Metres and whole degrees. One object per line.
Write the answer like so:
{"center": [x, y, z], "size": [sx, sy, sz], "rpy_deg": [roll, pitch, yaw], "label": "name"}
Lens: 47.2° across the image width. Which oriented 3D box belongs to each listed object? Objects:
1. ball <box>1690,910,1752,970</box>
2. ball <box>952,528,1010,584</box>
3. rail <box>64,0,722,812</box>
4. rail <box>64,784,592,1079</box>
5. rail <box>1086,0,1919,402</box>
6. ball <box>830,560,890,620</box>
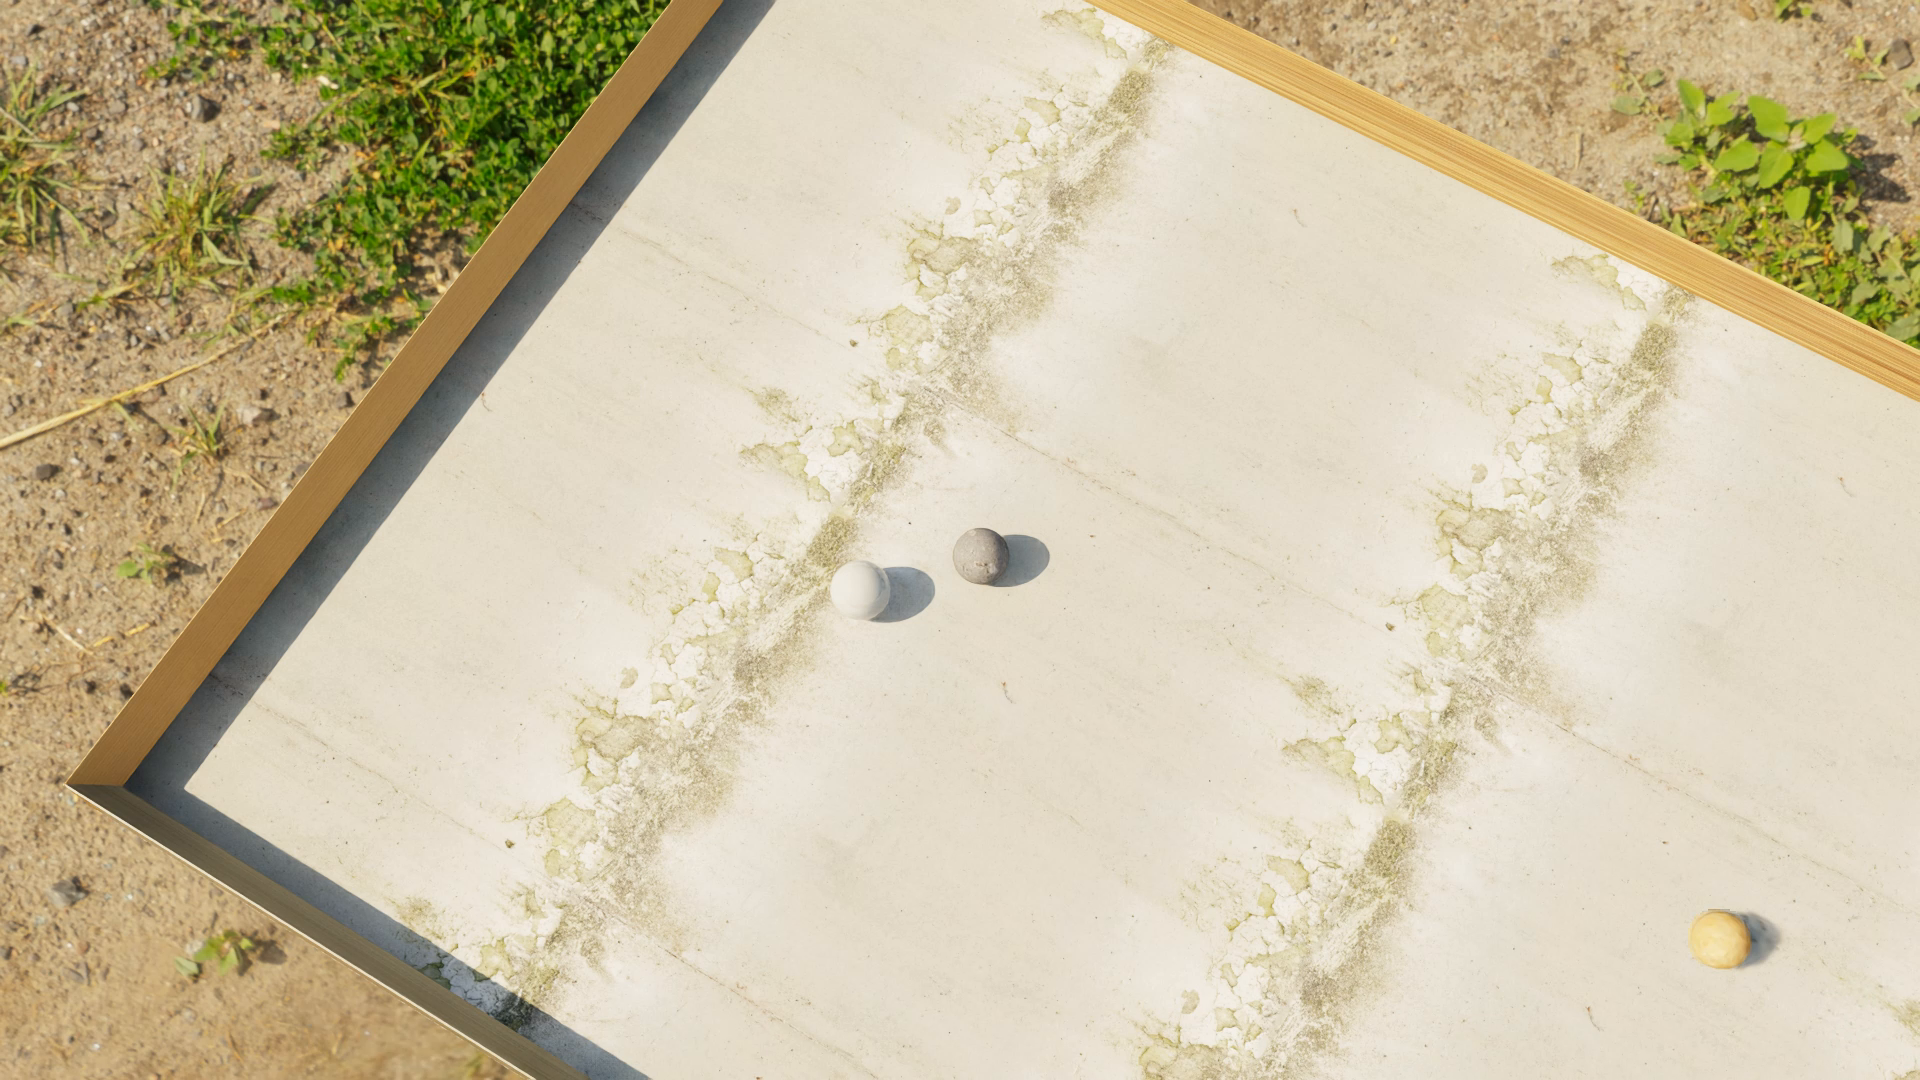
{"center": [1.125, 0.592, 3.252], "size": [0.086, 0.086, 0.086], "rpy_deg": [0, 67, 0], "label": "ball"}
{"center": [0.033, 0.025, 3.489], "size": [0.091, 0.091, 0.091], "rpy_deg": [0, 67, 0], "label": "ball"}
{"center": [-0.780, -0.430, 3.662], "size": [0.045, 0.124, 2.087], "rpy_deg": [29, 70, 11], "label": "rail"}
{"center": [0.282, 1.237, 2.957], "size": [3.716, 0.124, 0.045], "rpy_deg": [29, 70, 11], "label": "rail"}
{"center": [1.318, -0.381, 3.641], "size": [3.716, 0.124, 0.045], "rpy_deg": [29, 70, 11], "label": "rail"}
{"center": [-0.157, 0.079, 3.464], "size": [0.096, 0.096, 0.096], "rpy_deg": [0, 67, 0], "label": "ball"}
